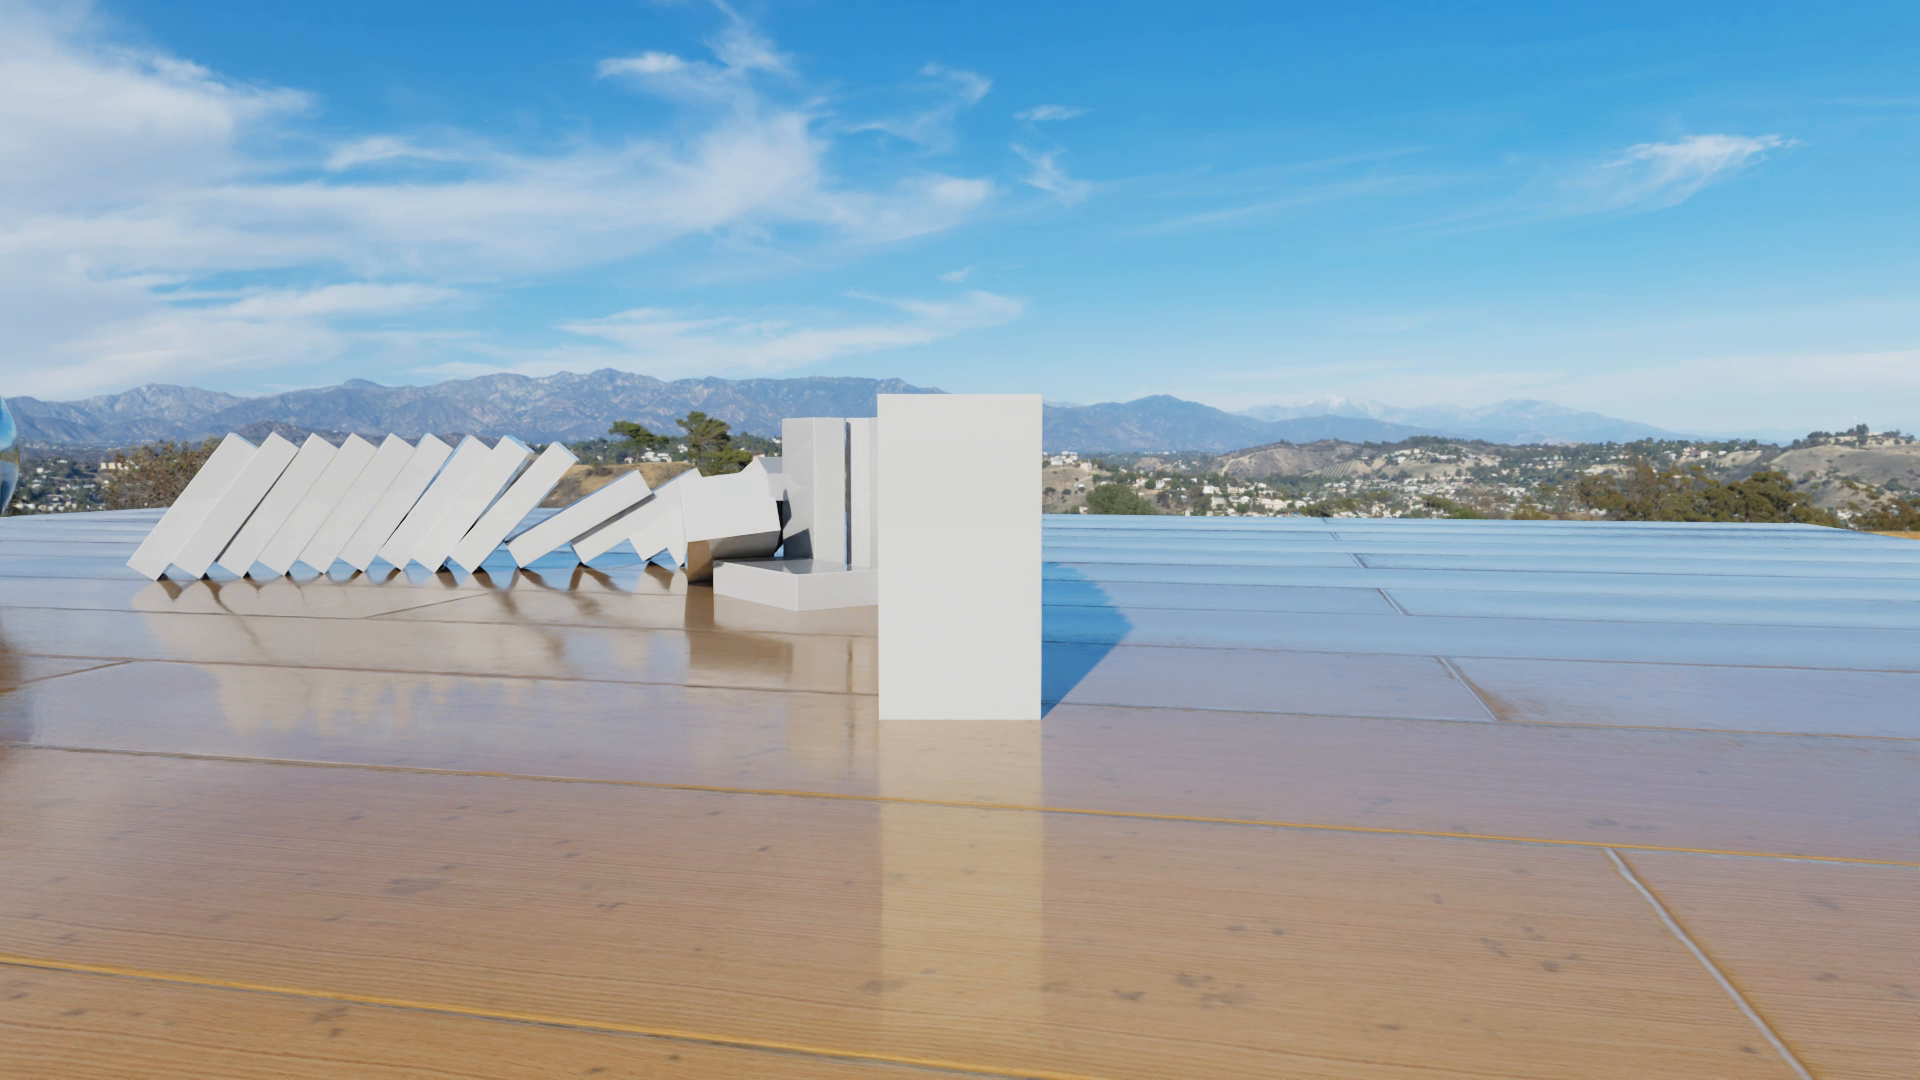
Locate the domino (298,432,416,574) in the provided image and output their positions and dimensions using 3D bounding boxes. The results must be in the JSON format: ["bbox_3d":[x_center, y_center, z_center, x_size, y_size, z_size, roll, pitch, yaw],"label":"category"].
[{"bbox_3d":[-0.203,-0.013,0.433,0.009,0.050,0.025,37,-12,-23],"label":"domino"}]

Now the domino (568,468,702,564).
[{"bbox_3d":[-0.115,-0.009,0.457,0.050,0.010,0.025,-32,11,-17],"label":"domino"}]

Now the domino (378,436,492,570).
[{"bbox_3d":[-0.182,-0.014,0.445,0.010,0.050,0.025,39,-12,-22],"label":"domino"}]

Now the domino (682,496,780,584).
[{"bbox_3d":[-0.067,0.001,0.370,0.025,0.009,0.050,-8,-13,-14],"label":"domino"}]

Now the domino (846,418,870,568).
[{"bbox_3d":[-0.023,-0.011,0.385,0.010,0.050,0.025,2,5,30],"label":"domino"}]

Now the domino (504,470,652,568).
[{"bbox_3d":[-0.133,-0.008,0.446,0.050,0.010,0.025,-32,12,-17],"label":"domino"}]

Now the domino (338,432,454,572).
[{"bbox_3d":[-0.193,-0.014,0.439,0.010,0.050,0.025,37,-12,-23],"label":"domino"}]

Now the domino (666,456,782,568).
[{"bbox_3d":[-0.076,-0.010,0.442,0.050,0.010,0.025,-40,-15,25],"label":"domino"}]

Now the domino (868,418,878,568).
[{"bbox_3d":[-0.013,-0.010,0.373,0.025,0.050,0.010,-2,5,-29],"label":"domino"}]

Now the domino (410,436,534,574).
[{"bbox_3d":[-0.165,-0.013,0.435,0.009,0.050,0.025,38,-5,-13],"label":"domino"}]

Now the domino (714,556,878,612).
[{"bbox_3d":[-0.046,0.011,0.352,0.025,0.010,0.050,-3,5,-35],"label":"domino"}]

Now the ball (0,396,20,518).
[{"bbox_3d":[-0.336,-0.027,0.391,0.080,0.080,0.080,0,4,0],"label":"ball"}]

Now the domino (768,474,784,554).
[{"bbox_3d":[-0.067,-0.005,0.419,0.025,0.010,0.050,-3,-25,-36],"label":"domino"}]

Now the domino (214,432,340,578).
[{"bbox_3d":[-0.224,-0.012,0.422,0.009,0.050,0.025,37,-12,-23],"label":"domino"}]

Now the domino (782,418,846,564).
[{"bbox_3d":[-0.044,-0.011,0.380,0.010,0.050,0.025,-2,5,-29],"label":"domino"}]

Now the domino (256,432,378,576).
[{"bbox_3d":[-0.214,-0.013,0.427,0.010,0.050,0.025,37,-12,-23],"label":"domino"}]

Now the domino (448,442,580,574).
[{"bbox_3d":[-0.150,-0.012,0.434,0.009,0.050,0.025,43,-6,-13],"label":"domino"}]

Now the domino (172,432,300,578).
[{"bbox_3d":[-0.233,-0.012,0.415,0.010,0.050,0.025,37,-13,-23],"label":"domino"}]

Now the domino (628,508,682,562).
[{"bbox_3d":[-0.093,-0.010,0.459,0.050,0.010,0.025,-31,4,-7],"label":"domino"}]

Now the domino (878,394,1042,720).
[{"bbox_3d":[0.000,0.002,0.201,0.025,0.050,0.009,0,4,0],"label":"domino"}]

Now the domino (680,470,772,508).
[{"bbox_3d":[-0.071,-0.004,0.391,0.025,0.009,0.050,-8,-23,-13],"label":"domino"}]

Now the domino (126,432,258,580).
[{"bbox_3d":[-0.245,-0.011,0.412,0.009,0.050,0.025,37,-12,-23],"label":"domino"}]
